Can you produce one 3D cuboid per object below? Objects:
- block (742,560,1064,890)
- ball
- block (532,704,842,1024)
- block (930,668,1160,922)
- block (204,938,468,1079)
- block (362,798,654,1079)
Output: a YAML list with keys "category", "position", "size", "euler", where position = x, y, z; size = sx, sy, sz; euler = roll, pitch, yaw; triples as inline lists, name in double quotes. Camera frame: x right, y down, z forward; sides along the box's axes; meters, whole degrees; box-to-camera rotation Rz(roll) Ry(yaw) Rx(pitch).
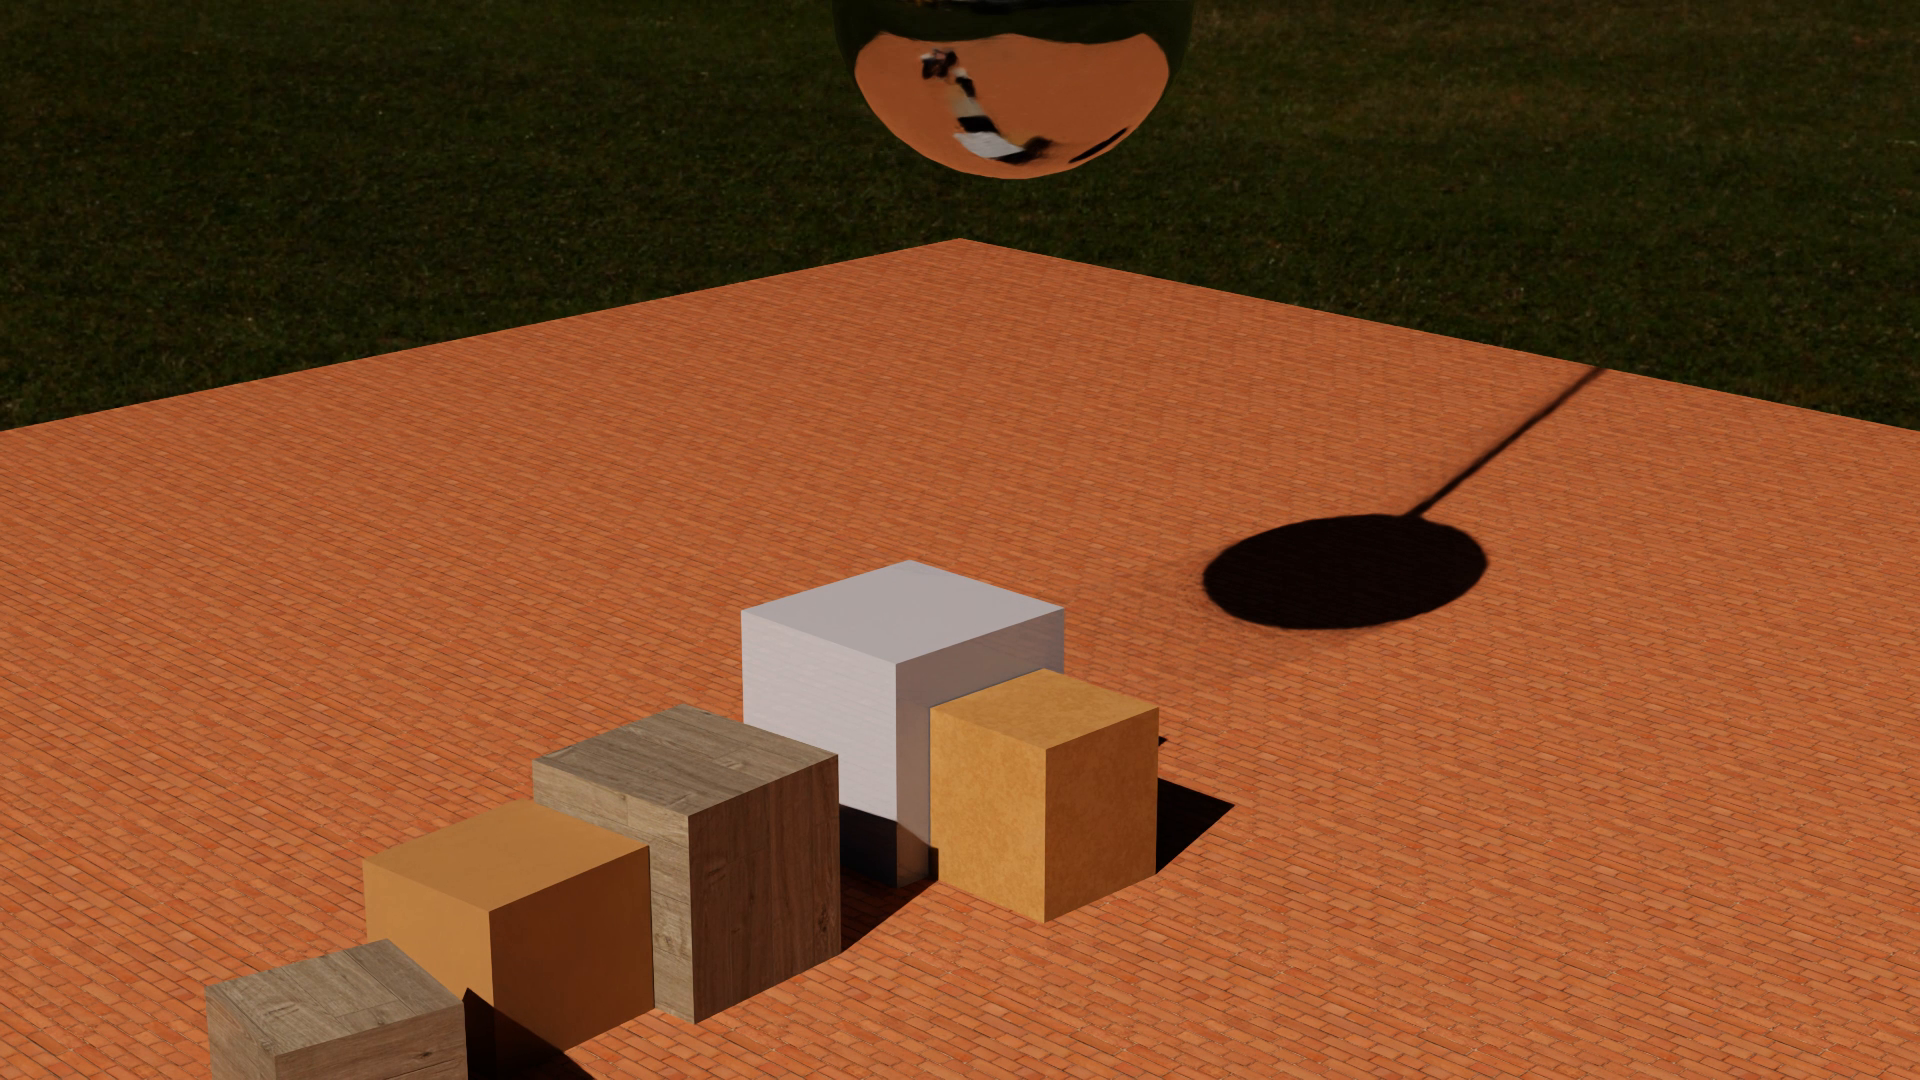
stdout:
- category: "block"
  position: [-0.266, 0.840, 13.863]
  size: [1.096, 1.085, 1.041]
  euler: [-17, 24, -42]
- category: "ball"
  position: [0.230, -2.385, 12.833]
  size: [1.600, 1.600, 1.600]
  euler: [0, 17, 0]
- category: "block"
  position: [-1.156, 1.355, 12.491]
  size: [0.935, 0.924, 0.885]
  euler: [14, 22, 38]
- category: "block"
  position: [0.382, 1.146, 13.323]
  size: [0.743, 0.824, 0.714]
  euler: [-17, 24, -42]
- category: "block"
  position: [-2.259, 2.005, 10.685]
  size: [0.716, 0.767, 0.655]
  euler: [-12, 21, -33]
- category: "block"
  position: [-1.837, 1.615, 11.978]
  size: [0.771, 0.736, 0.848]
  euler: [14, 22, 38]
